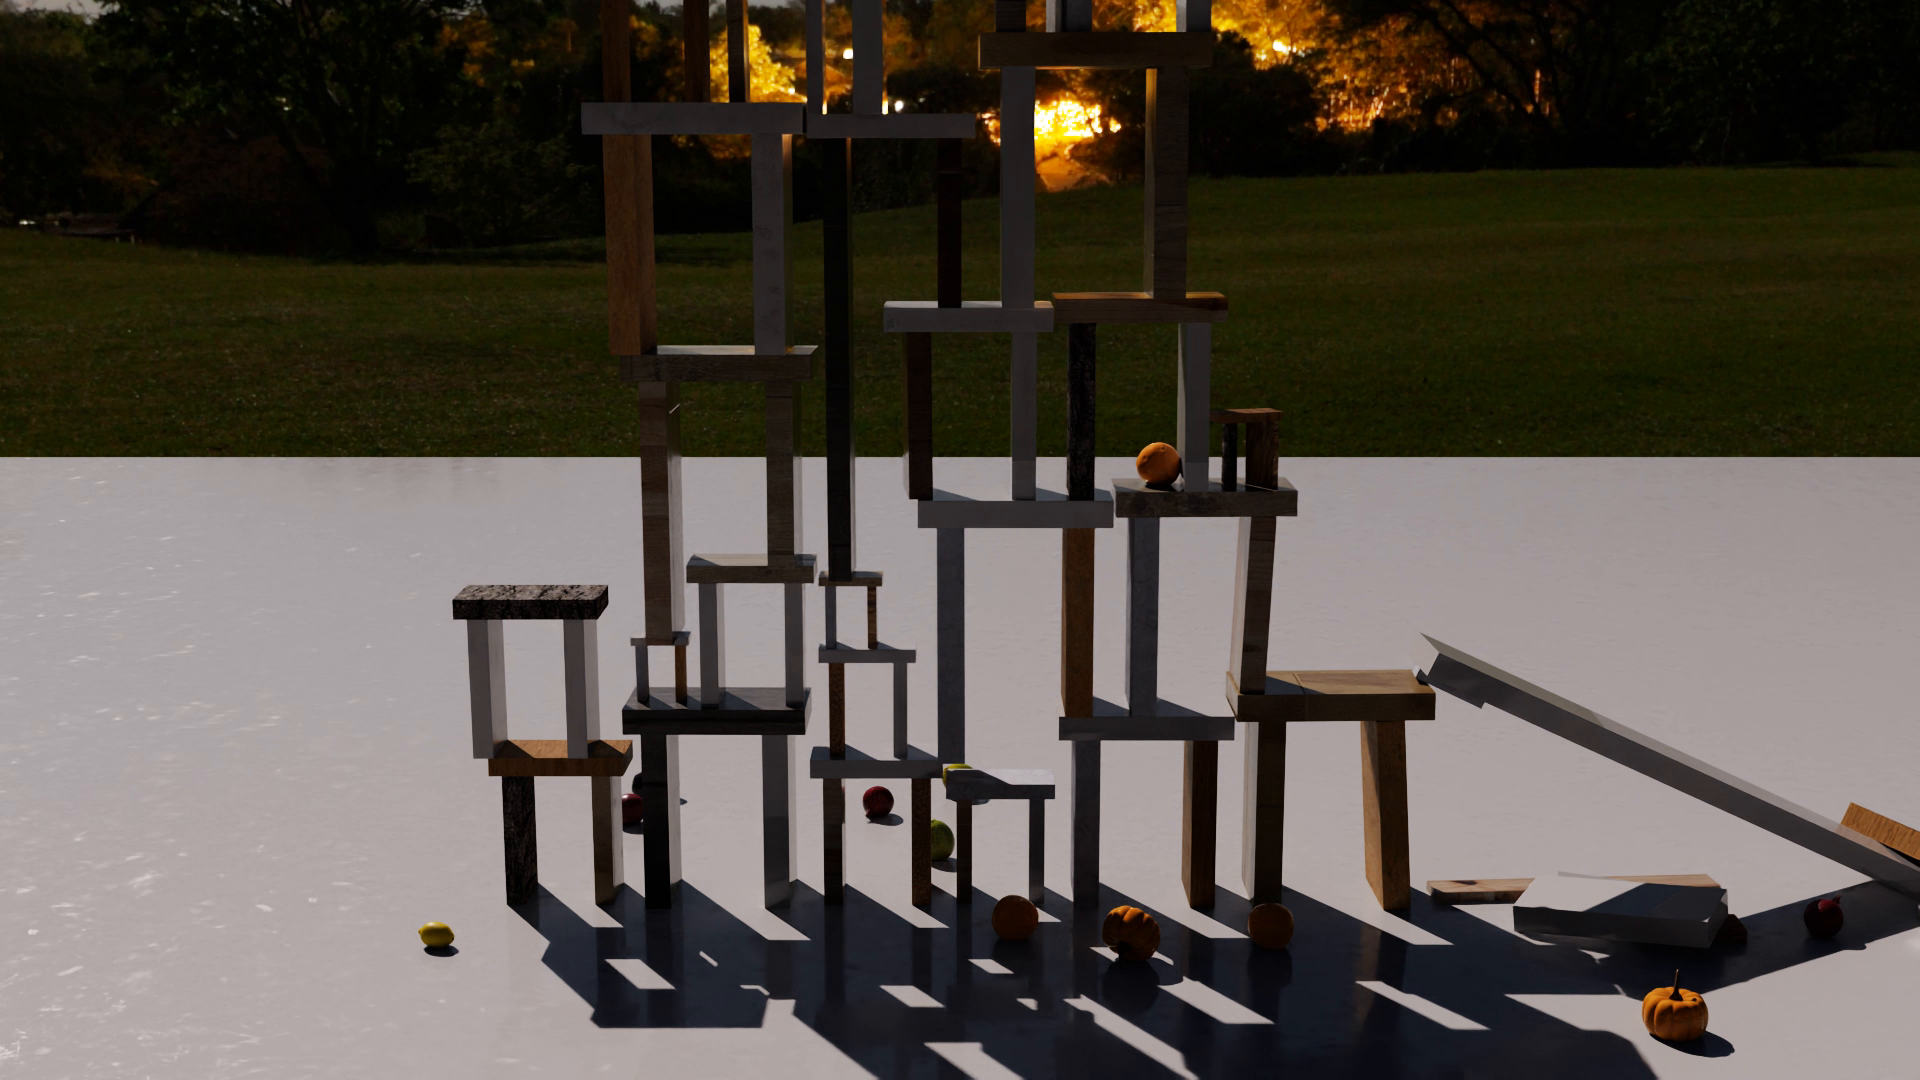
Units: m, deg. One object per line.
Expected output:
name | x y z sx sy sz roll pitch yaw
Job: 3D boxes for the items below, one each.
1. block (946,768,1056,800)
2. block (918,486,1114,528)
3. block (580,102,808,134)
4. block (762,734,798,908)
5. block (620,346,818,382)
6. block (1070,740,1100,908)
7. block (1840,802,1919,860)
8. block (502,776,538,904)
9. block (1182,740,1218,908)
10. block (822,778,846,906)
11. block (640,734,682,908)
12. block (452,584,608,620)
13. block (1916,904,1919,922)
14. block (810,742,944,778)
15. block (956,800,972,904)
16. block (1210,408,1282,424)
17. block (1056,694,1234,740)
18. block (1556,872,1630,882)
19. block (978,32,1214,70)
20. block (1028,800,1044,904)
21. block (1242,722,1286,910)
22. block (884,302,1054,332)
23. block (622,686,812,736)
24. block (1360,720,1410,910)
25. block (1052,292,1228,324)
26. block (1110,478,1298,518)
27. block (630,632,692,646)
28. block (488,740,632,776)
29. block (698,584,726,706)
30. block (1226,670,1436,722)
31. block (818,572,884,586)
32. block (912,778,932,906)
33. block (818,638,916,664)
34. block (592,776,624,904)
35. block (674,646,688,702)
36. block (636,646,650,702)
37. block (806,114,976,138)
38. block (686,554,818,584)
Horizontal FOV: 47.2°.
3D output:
block | 0.066 0.403 3.631 0.178 0.025 0.089 0 11 0
block | 0.088 -0.054 3.551 0.310 0.044 0.155 0 11 0
block | -0.408 -0.658 3.436 0.337 0.048 0.169 0 11 1
block | -0.298 0.445 3.645 0.042 0.294 0.147 0 11 0
block | -0.380 -0.282 3.503 0.298 0.042 0.149 0 11 1
block | 0.207 0.450 3.645 0.040 0.283 0.142 0 11 0
block | 1.651 0.530 3.720 0.149 0.042 0.299 22 4 -18
block | -0.730 0.482 3.651 0.031 0.219 0.109 0 11 0
block | 0.397 0.450 3.645 0.040 0.284 0.142 0 11 0
block | -0.208 0.484 3.647 0.031 0.216 0.108 0 11 0
block | -0.494 0.445 3.643 0.042 0.294 0.147 0 11 0
block | -0.697 0.101 3.579 0.231 0.033 0.116 0 11 0
block | 1.615 0.609 3.509 0.150 0.021 0.075 2 11 9
block | -0.136 0.363 3.625 0.216 0.031 0.108 0 11 0
block | 0.007 0.503 3.650 0.025 0.178 0.089 0 11 0
block | 0.455 -0.198 3.513 0.105 0.015 0.053 -3 11 -14
block | 0.301 0.291 3.616 0.283 0.040 0.142 0 11 0
block | 1.045 0.577 3.625 0.118 0.017 0.059 6 27 10
block | 0.206 -0.759 3.416 0.353 0.050 0.176 0 11 -1
block | 0.126 0.503 3.650 0.025 0.178 0.089 0 11 0
block | 0.502 0.434 3.639 0.045 0.318 0.159 0 11 0
block | 0.013 -0.355 3.492 0.266 0.038 0.133 0 11 0
block | -0.396 0.280 3.612 0.294 0.042 0.147 0 11 0
block | 0.703 0.433 3.639 0.045 0.318 0.159 -4 10 1
block | 0.283 -0.369 3.489 0.267 0.038 0.134 0 11 0
block | 0.391 -0.069 3.549 0.286 0.041 0.143 0 11 0
block | -0.488 0.161 3.591 0.094 0.013 0.047 0 11 -2
block | -0.657 0.359 3.628 0.219 0.031 0.109 0 11 0
block | -0.404 0.160 3.586 0.029 0.203 0.102 0 11 0
block | 0.604 0.255 3.605 0.318 0.045 0.159 -1 11 0
block | -0.176 0.063 3.570 0.103 0.015 0.051 0 11 1
block | -0.064 0.484 3.647 0.031 0.216 0.108 0 11 0
block | -0.150 0.181 3.597 0.158 0.022 0.079 0 11 0
block | -0.584 0.482 3.651 0.031 0.219 0.109 0 11 0
block | -0.457 0.213 3.601 0.013 0.094 0.047 0 11 -1
block | -0.520 0.213 3.602 0.013 0.094 0.047 -1 11 0
block | -0.106 -0.648 3.443 0.260 0.037 0.130 0 11 0
block | -0.336 0.046 3.564 0.203 0.029 0.102 0 11 0
